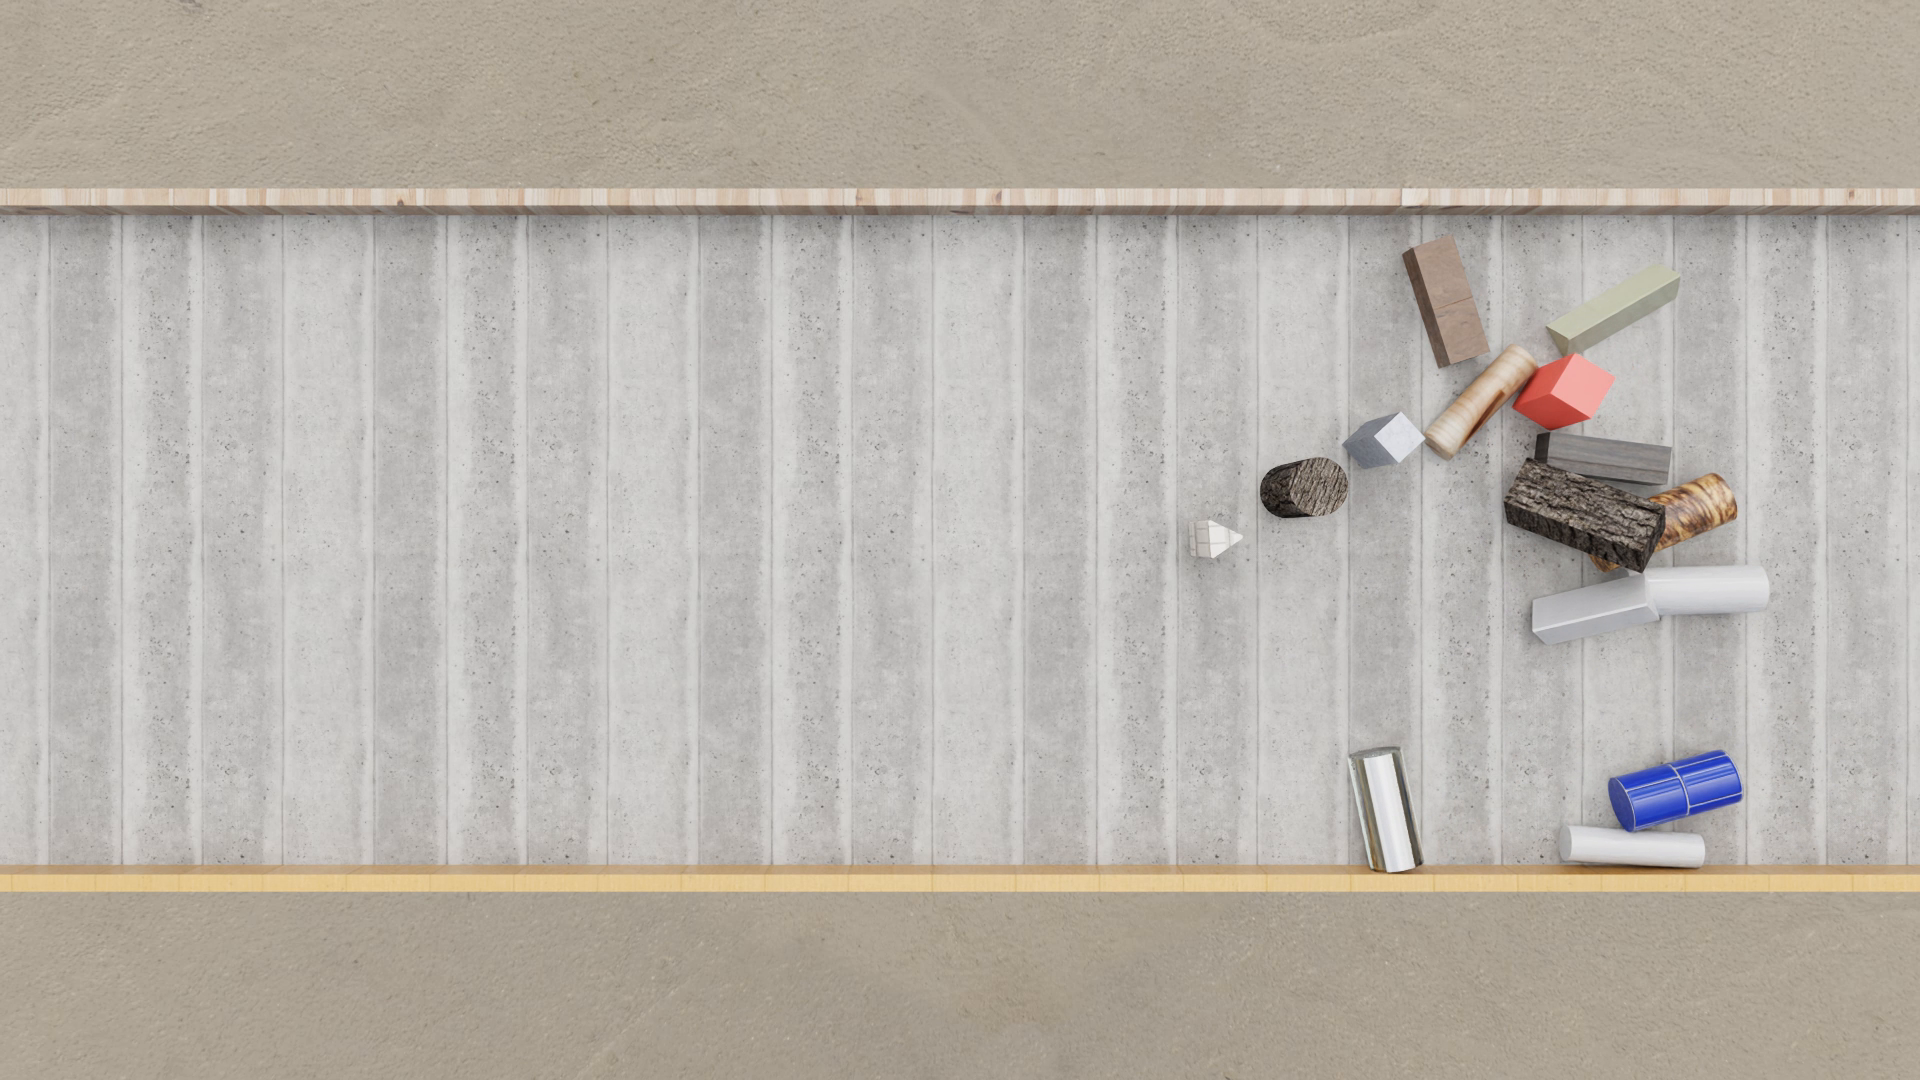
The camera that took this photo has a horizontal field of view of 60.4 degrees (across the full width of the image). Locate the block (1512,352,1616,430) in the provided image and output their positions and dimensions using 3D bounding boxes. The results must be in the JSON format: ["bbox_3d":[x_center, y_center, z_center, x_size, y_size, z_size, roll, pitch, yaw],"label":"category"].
[{"bbox_3d":[1.791,-0.437,4.906,0.138,0.333,0.138,32,88,1],"label":"block"}]

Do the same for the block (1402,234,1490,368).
[{"bbox_3d":[1.476,-0.722,5.014,0.126,0.126,0.370,-18,90,0],"label":"block"}]

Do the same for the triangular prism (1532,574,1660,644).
[{"bbox_3d":[1.891,0.220,4.934,0.333,0.125,0.144,-18,90,31],"label":"triangular prism"}]

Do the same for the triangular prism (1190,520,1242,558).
[{"bbox_3d":[0.731,-0.017,4.872,0.105,0.409,0.091,-34,90,0],"label":"triangular prism"}]

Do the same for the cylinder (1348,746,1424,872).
[{"bbox_3d":[1.290,0.814,4.995,0.163,0.163,0.347,-12,90,0],"label":"cylinder"}]

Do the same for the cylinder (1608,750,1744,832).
[{"bbox_3d":[2.164,0.758,4.993,0.337,0.168,0.168,-15,90,0],"label":"cylinder"}]

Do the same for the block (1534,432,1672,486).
[{"bbox_3d":[1.952,-0.246,5.019,0.369,0.115,0.115,7,90,0],"label":"block"}]

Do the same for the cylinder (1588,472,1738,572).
[{"bbox_3d":[2.116,-0.053,4.997,0.414,0.160,0.160,-22,90,0],"label":"cylinder"}]

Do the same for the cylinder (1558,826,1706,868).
[{"bbox_3d":[2.044,0.935,5.023,0.402,0.108,0.108,3,90,0],"label":"cylinder"}]

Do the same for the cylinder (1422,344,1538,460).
[{"bbox_3d":[1.582,-0.419,5.020,0.114,0.114,0.386,44,90,0],"label":"cylinder"}]

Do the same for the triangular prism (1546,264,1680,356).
[{"bbox_3d":[2.002,-0.702,5.020,0.390,0.107,0.123,-30,90,0],"label":"triangular prism"}]

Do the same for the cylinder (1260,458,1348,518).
[{"bbox_3d":[1.006,-0.150,4.850,0.166,0.454,0.166,0,90,0],"label":"cylinder"}]

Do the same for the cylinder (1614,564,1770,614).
[{"bbox_3d":[2.216,0.152,5.004,0.408,0.145,0.145,-2,90,0],"label":"cylinder"}]

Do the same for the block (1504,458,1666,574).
[{"bbox_3d":[1.850,-0.075,4.889,0.416,0.159,0.159,25,78,31],"label":"block"}]

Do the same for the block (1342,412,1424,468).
[{"bbox_3d":[1.247,-0.291,4.876,0.103,0.401,0.103,-43,90,0],"label":"block"}]

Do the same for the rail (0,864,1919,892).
[{"bbox_3d":[-2.247,1.025,5.001,12.000,0.150,0.050,0,90,0],"label":"rail"}]

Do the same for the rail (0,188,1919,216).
[{"bbox_3d":[-2.247,-1.025,5.002,12.000,0.150,0.050,0,90,0],"label":"rail"}]
